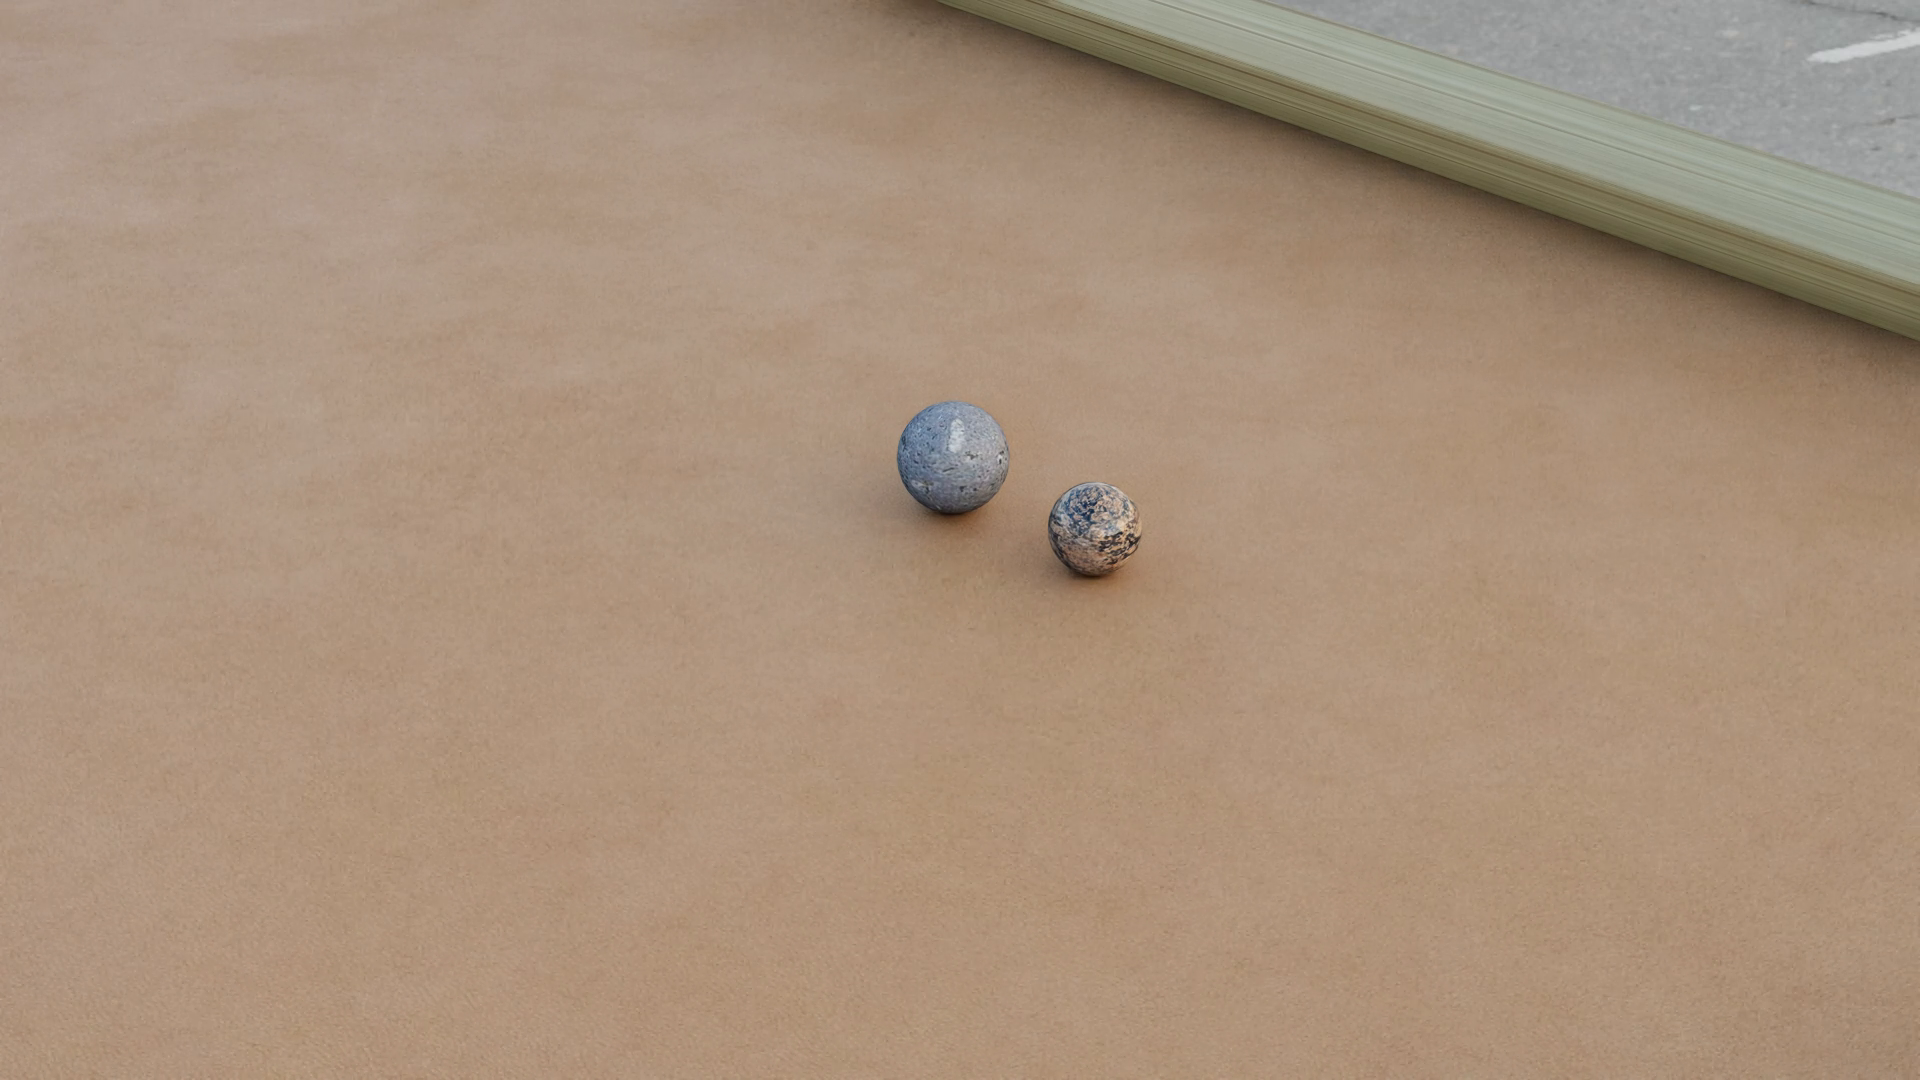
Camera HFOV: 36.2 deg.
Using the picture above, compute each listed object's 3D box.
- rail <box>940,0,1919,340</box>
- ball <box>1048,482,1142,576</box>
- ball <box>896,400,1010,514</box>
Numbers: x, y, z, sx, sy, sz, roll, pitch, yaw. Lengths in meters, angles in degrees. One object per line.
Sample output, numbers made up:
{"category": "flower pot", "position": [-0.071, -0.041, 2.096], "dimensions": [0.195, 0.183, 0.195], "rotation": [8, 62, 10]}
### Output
{"category": "rail", "position": [0.199, -0.594, 3.376], "dimensions": [0.045, 0.126, 3.908], "rotation": [-17, 30, -33]}
{"category": "ball", "position": [0.100, -0.008, 2.180], "dimensions": [0.070, 0.070, 0.070], "rotation": [0, 25, 0]}
{"category": "ball", "position": [-0.005, -0.064, 2.279], "dimensions": [0.088, 0.088, 0.088], "rotation": [0, 25, 0]}
